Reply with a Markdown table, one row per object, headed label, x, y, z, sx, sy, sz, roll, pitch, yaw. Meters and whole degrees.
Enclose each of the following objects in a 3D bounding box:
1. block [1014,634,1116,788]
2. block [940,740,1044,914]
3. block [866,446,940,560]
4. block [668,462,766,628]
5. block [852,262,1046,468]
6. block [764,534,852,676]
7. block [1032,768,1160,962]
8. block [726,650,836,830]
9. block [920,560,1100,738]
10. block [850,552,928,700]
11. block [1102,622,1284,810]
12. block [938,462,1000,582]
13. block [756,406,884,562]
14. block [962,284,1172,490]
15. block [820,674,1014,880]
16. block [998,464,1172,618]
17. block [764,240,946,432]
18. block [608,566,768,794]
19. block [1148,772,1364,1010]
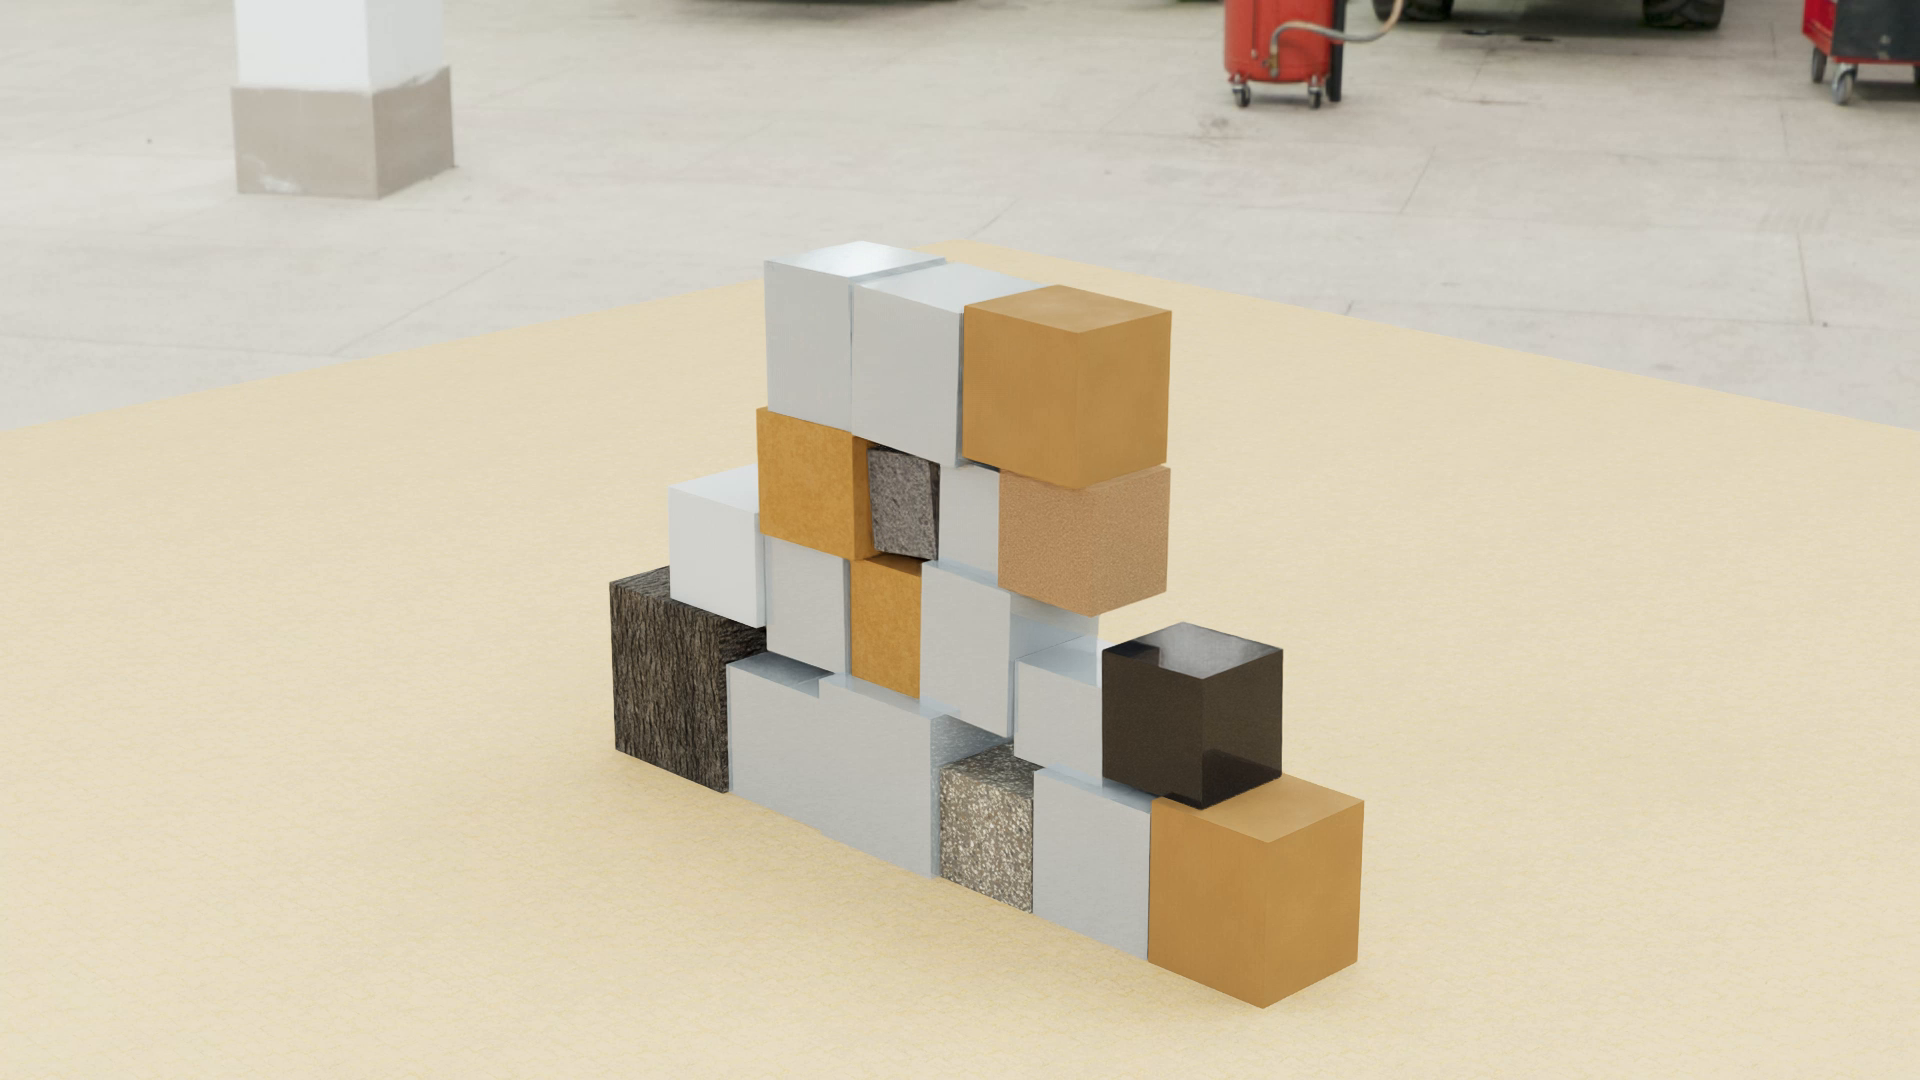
| label | x | y | z | sx | sy | sz | roll | pitch | yaw |
| --- | --- | --- | --- | --- | --- | --- | --- | --- | --- |
| block | 0.594 | 0.749 | 12.938 | 0.529 | 0.453 | 0.472 | 17 | 24 | 42 |
| block | 0.339 | 1.278 | 13.377 | 0.642 | 0.540 | 0.567 | -17 | 24 | -42 |
| block | -0.107 | -0.208 | 13.399 | 0.450 | 0.472 | 0.407 | -17 | 18 | -42 |
| block | -0.956 | 0.007 | 14.370 | 0.686 | 0.575 | 0.640 | -17 | 24 | -42 |
| block | -0.014 | -0.794 | 13.126 | 0.661 | 0.698 | 0.658 | 20 | 26 | 41 |
| block | -0.552 | 0.243 | 13.976 | 0.550 | 0.596 | 0.515 | 16 | 23 | 43 |
| block | 0.791 | 1.344 | 12.935 | 0.644 | 0.680 | 0.677 | -17 | 24 | -42 |
| block | -0.634 | 0.919 | 14.306 | 0.716 | 0.669 | 0.696 | -17 | 24 | -42 |
| block | 0.224 | 0.428 | 13.252 | 0.585 | 0.677 | 0.552 | -17 | 26 | -42 |
| block | -0.150 | 0.350 | 13.637 | 0.516 | 0.589 | 0.492 | -17 | 24 | -42 |
| block | 0.993 | 0.741 | 12.541 | 0.528 | 0.576 | 0.562 | -17 | 22 | -42 |
| block | 0.197 | -0.137 | 13.083 | 0.410 | 0.501 | 0.404 | -17 | 26 | -42 |
| block | -0.498 | -0.324 | 13.771 | 0.657 | 0.605 | 0.622 | 16 | 23 | 43 |
| block | 0.457 | -0.670 | 12.632 | 0.589 | 0.677 | 0.665 | -17 | 25 | -42 |
| block | -0.117 | 1.018 | 13.800 | 0.789 | 0.783 | 0.740 | -17 | 24 | -42 |
| block | 0.537 | -0.053 | 12.744 | 0.489 | 0.564 | 0.555 | -17 | 25 | -42 |
| block | -0.480 | -0.952 | 13.570 | 0.611 | 0.714 | 0.573 | -17 | 23 | -42 |
| block | -1.199 | 0.649 | 14.781 | 0.742 | 0.898 | 0.839 | -17 | 24 | -42 |
| block | 1.257 | 1.455 | 12.472 | 0.637 | 0.746 | 0.633 | -17 | 24 | -42 |
